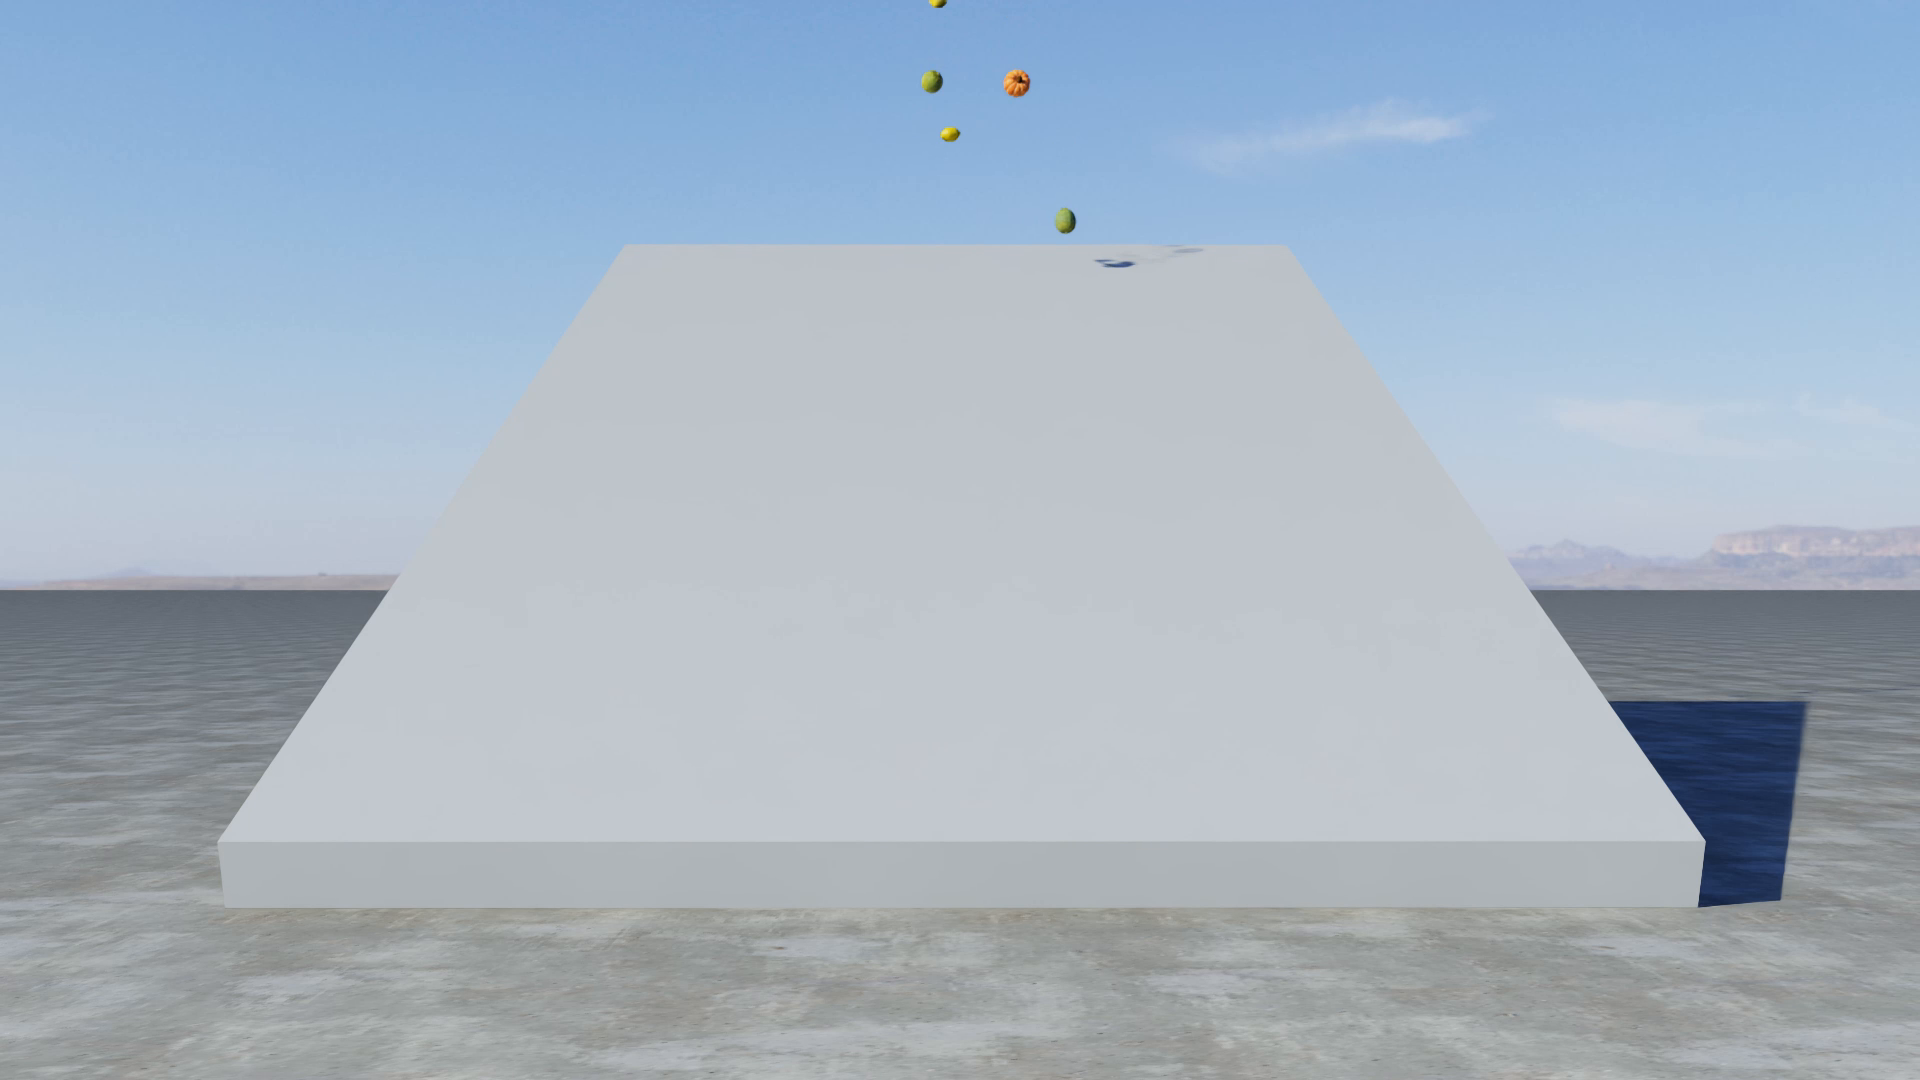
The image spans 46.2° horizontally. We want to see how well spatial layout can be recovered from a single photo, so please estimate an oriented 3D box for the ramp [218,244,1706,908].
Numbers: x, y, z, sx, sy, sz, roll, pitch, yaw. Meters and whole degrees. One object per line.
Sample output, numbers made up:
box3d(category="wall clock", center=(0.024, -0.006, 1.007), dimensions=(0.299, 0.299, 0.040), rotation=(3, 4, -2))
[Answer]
box3d(category="ramp", center=(-0.004, -0.197, 4.933), dimensions=(2.000, 0.100, 4.000), rotation=(0, 19, 0))
